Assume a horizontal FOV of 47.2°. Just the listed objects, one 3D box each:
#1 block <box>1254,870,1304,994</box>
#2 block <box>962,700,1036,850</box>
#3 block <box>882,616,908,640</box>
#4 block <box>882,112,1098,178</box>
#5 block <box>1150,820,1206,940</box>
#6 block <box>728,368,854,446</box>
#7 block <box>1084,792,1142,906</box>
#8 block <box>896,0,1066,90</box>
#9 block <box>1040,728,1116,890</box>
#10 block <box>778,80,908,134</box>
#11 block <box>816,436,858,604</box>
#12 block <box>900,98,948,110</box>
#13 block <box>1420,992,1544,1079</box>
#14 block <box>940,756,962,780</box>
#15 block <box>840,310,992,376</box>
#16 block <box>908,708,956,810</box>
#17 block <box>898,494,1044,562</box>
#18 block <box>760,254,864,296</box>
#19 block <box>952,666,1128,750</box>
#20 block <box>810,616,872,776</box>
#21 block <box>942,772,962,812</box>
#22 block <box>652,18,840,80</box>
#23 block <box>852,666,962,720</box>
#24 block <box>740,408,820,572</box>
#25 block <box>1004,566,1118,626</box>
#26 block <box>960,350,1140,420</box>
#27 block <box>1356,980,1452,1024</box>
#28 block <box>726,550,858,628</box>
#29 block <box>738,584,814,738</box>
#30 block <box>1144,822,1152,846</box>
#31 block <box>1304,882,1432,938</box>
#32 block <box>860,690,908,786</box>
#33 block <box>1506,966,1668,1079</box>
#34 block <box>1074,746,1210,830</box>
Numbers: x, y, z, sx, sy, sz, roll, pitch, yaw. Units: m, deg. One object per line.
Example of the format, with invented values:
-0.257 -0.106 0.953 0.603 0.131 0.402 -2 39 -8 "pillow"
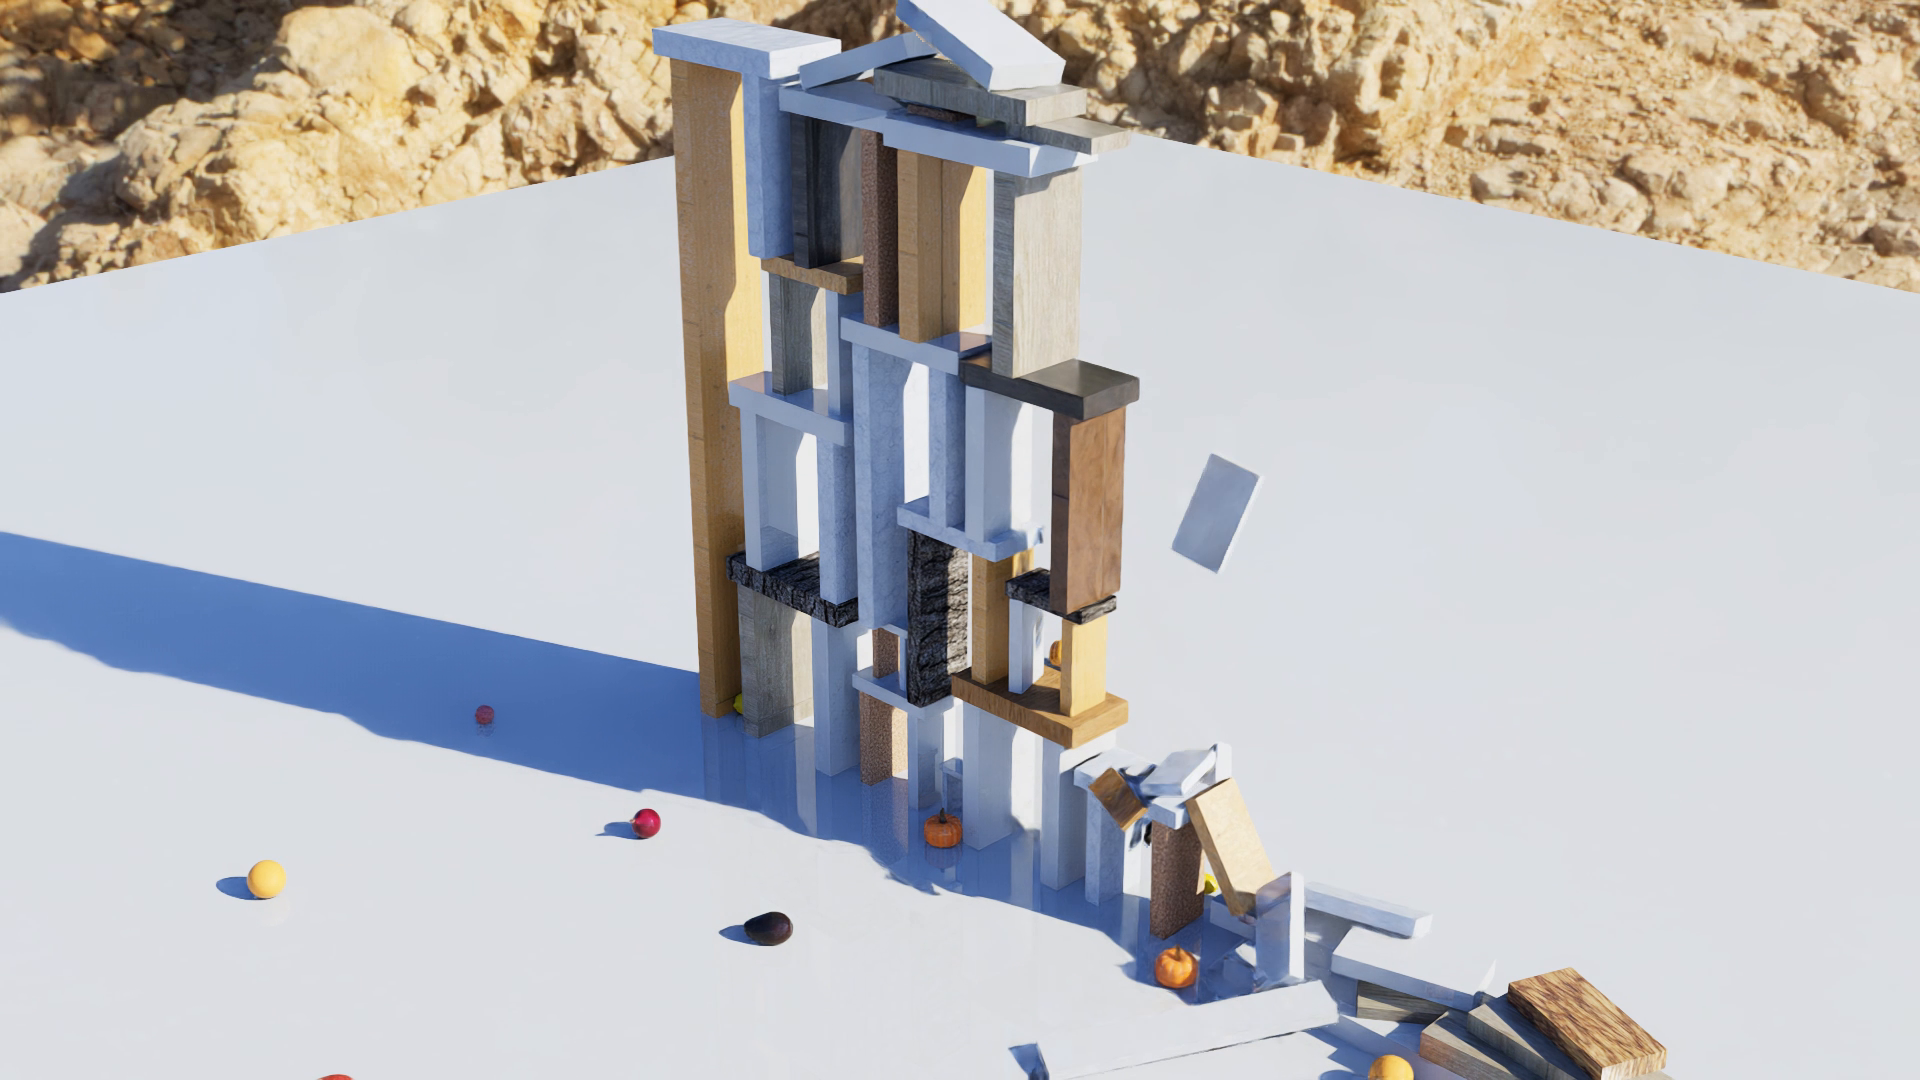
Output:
0.556 0.685 3.832 0.028 0.099 0.197 23 52 -23 "block"
0.077 0.438 4.327 0.157 0.314 0.044 -21 31 -41 "block"
-0.123 0.166 4.421 0.120 0.017 0.060 21 31 40 "block"
0.051 -0.705 3.864 0.353 0.050 0.176 21 31 40 "block"
0.401 0.601 4.037 0.034 0.239 0.120 18 29 39 "block"
-0.286 -0.276 4.424 0.348 0.049 0.174 21 31 41 "block"
0.291 0.558 4.139 0.034 0.239 0.120 21 31 41 "block"
0.033 -0.881 3.855 0.153 0.043 0.306 -13 42 -33 "block"
0.225 0.496 4.191 0.044 0.314 0.157 21 31 41 "block"
-0.183 -0.808 4.077 0.148 0.042 0.296 -21 31 -40 "block"
-0.204 -0.061 4.427 0.049 0.348 0.174 21 31 40 "block"
-0.049 -0.789 3.935 0.057 0.016 0.113 -20 31 -40 "block"
0.939 0.851 3.570 0.339 0.048 0.170 20 30 39 "block"
0.007 0.463 4.419 0.091 0.013 0.045 21 31 41 "block"
-0.061 -0.382 4.125 0.310 0.044 0.155 21 31 40 "block"
-0.058 0.433 4.468 0.030 0.212 0.106 21 31 41 "block"
0.018 -0.030 4.192 0.263 0.037 0.131 21 31 40 "block"
-0.260 -0.532 4.283 0.248 0.035 0.124 21 31 40 "block"
0.151 0.301 4.189 0.314 0.044 0.157 21 31 41 "block"
-0.225 0.301 4.601 0.176 0.353 0.050 -21 31 -40 "block"
-0.015 0.503 4.459 0.013 0.091 0.045 21 31 41 "block"
-0.416 -0.957 4.268 0.355 0.050 0.177 21 31 40 "block"
-0.108 0.302 4.467 0.212 0.030 0.106 21 31 41 "block"
-0.368 -0.125 4.578 0.174 0.348 0.049 -21 31 -41 "block"
0.186 0.103 4.072 0.193 0.027 0.096 21 31 40 "block"
0.158 -0.287 3.931 0.299 0.042 0.149 21 31 40 "block"
0.759 0.790 3.747 0.161 0.023 0.081 4 23 9 "block"
-0.308 0.082 4.599 0.176 0.050 0.353 -21 31 -41 "block"
-0.391 0.235 4.754 0.050 0.353 0.176 21 31 41 "block"
0.390 0.521 4.140 0.016 0.113 0.057 39 24 -6 "block"
0.711 0.651 3.885 0.221 0.031 0.111 13 1 27 "block"
-0.158 0.394 4.560 0.106 0.212 0.030 -21 31 -41 "block"
1.007 0.780 3.541 0.124 0.035 0.248 -9 25 -20 "block"
0.340 0.453 4.035 0.239 0.034 0.120 20 30 40 "block"
